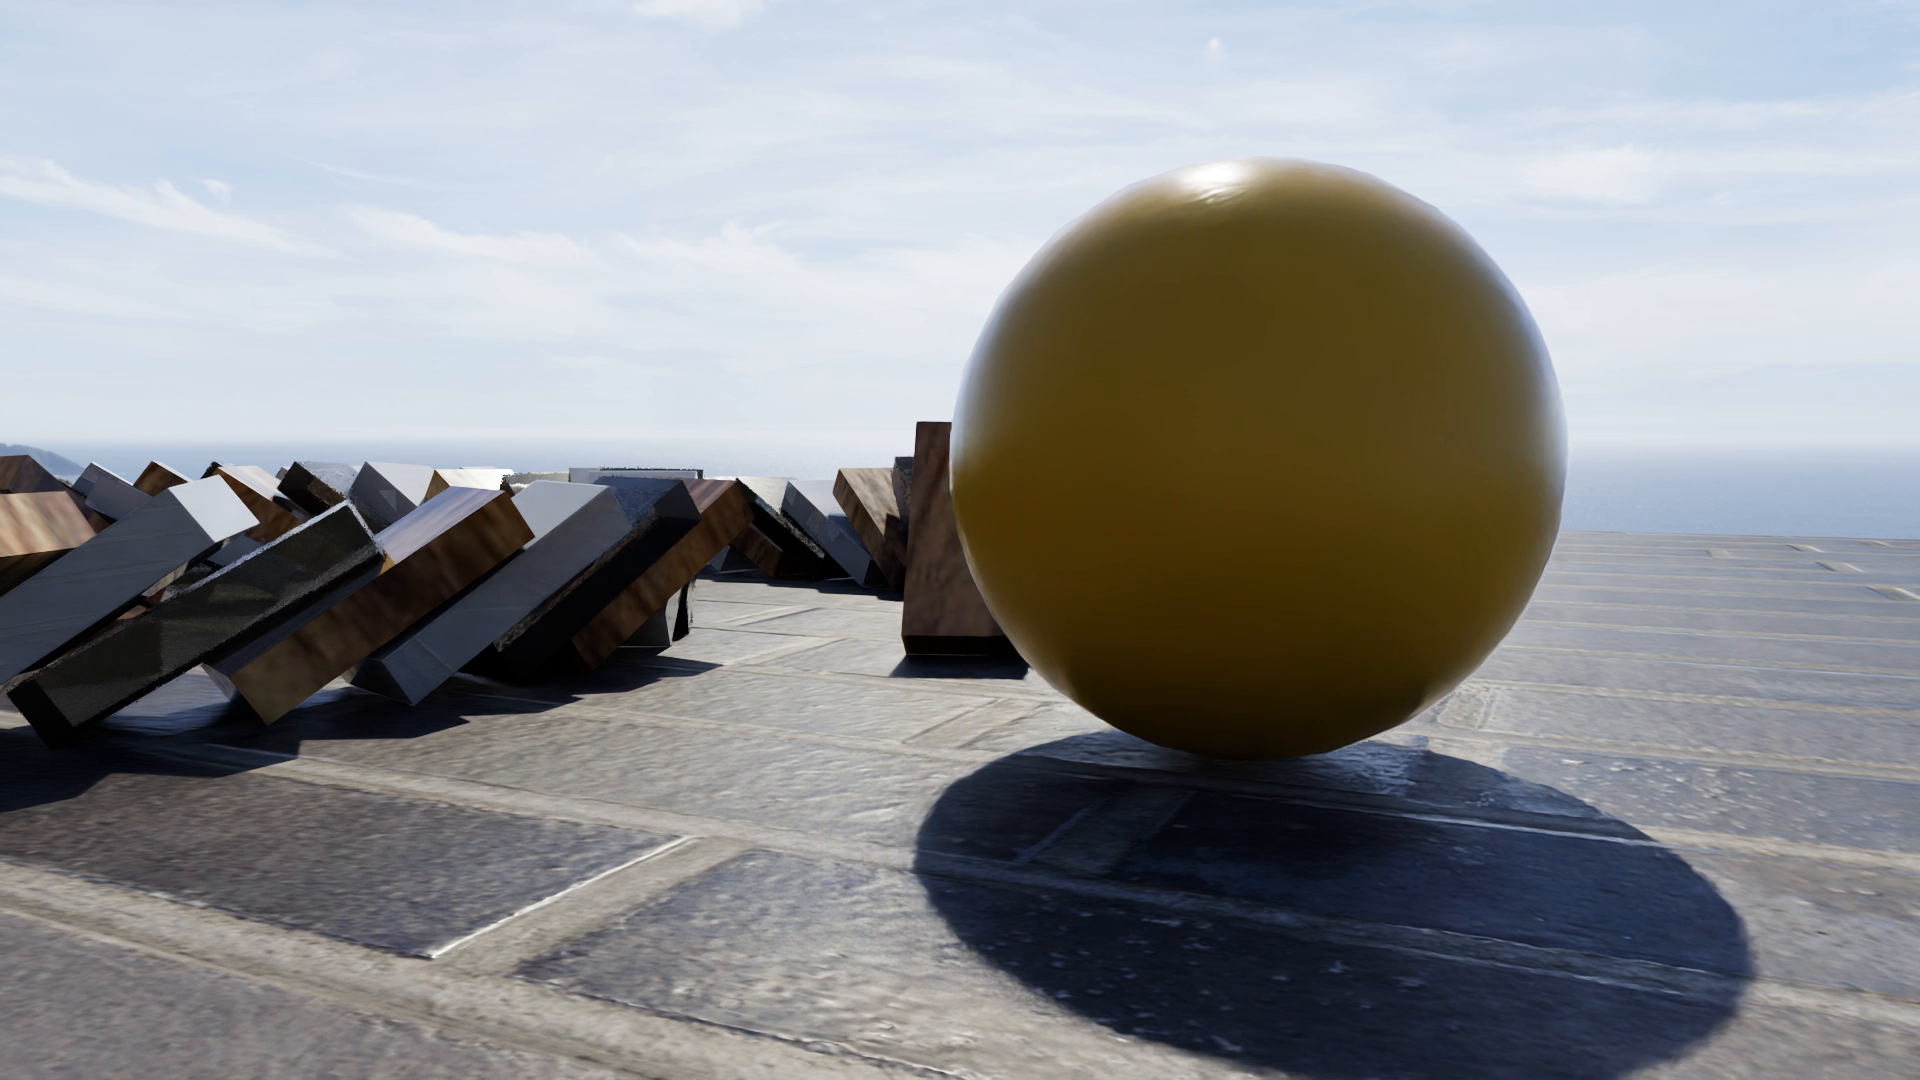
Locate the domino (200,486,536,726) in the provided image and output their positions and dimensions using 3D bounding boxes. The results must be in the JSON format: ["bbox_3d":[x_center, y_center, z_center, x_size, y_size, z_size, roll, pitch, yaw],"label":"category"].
[{"bbox_3d":[-0.099,0.009,0.214,0.025,0.009,0.050,6,39,48],"label":"domino"}]

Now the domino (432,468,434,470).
[{"bbox_3d":[-0.172,-0.009,0.452,0.050,0.010,0.025,32,2,-5],"label":"domino"}]

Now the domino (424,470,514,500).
[{"bbox_3d":[-0.126,-0.002,0.362,0.050,0.010,0.025,39,23,26],"label":"domino"}]

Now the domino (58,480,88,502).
[{"bbox_3d":[-0.271,-0.006,0.402,0.025,0.010,0.050,5,-29,49],"label":"domino"}]

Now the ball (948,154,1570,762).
[{"bbox_3d":[0.038,-0.011,0.174,0.080,0.080,0.080,0,4,0],"label":"ball"}]

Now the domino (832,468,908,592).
[{"bbox_3d":[-0.017,-0.004,0.388,0.025,0.010,0.050,-3,38,-31],"label":"domino"}]

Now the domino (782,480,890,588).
[{"bbox_3d":[-0.032,-0.003,0.403,0.025,0.009,0.050,-4,32,-40],"label":"domino"}]

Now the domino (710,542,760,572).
[{"bbox_3d":[-0.089,-0.007,0.442,0.050,0.009,0.025,35,20,27],"label":"domino"}]

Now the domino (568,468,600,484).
[{"bbox_3d":[-0.088,-0.001,0.339,0.025,0.009,0.050,-1,38,-22],"label":"domino"}]

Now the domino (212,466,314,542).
[{"bbox_3d":[-0.184,-0.003,0.361,0.050,0.010,0.025,34,0,-8],"label":"domino"}]

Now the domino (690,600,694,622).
[{"bbox_3d":[-0.079,0.001,0.321,0.025,0.009,0.050,-1,38,-10],"label":"domino"}]

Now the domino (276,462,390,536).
[{"bbox_3d":[-0.166,-0.004,0.368,0.050,0.010,0.025,36,5,3],"label":"domino"}]

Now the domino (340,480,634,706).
[{"bbox_3d":[-0.086,0.008,0.229,0.025,0.010,0.050,6,39,41],"label":"domino"}]

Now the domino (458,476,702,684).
[{"bbox_3d":[-0.076,0.006,0.245,0.025,0.009,0.050,4,39,37],"label":"domino"}]

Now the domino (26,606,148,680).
[{"bbox_3d":[-0.179,0.019,0.257,0.025,0.009,0.050,-4,6,-44],"label":"domino"}]

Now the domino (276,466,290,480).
[{"bbox_3d":[-0.209,-0.008,0.442,0.050,0.010,0.025,33,-4,-14],"label":"domino"}]

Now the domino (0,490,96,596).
[{"bbox_3d":[-0.151,0.011,0.179,0.050,0.009,0.025,-33,3,3],"label":"domino"}]

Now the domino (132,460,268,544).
[{"bbox_3d":[-0.245,-0.008,0.425,0.050,0.009,0.025,36,-13,-23],"label":"domino"}]

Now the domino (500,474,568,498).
[{"bbox_3d":[-0.106,-0.001,0.353,0.025,0.010,0.050,-4,37,-40],"label":"domino"}]

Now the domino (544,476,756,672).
[{"bbox_3d":[-0.067,0.005,0.260,0.025,0.009,0.050,4,39,37],"label":"domino"}]

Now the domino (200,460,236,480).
[{"bbox_3d":[-0.229,-0.009,0.435,0.050,0.009,0.025,35,-8,-16],"label":"domino"}]

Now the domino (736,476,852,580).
[{"bbox_3d":[-0.051,-0.005,0.419,0.025,0.009,0.050,-3,32,-47],"label":"domino"}]

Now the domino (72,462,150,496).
[{"bbox_3d":[-0.258,-0.007,0.415,0.050,0.009,0.025,38,-17,-28],"label":"domino"}]

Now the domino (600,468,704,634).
[{"bbox_3d":[-0.075,0.002,0.304,0.025,0.009,0.050,0,39,-6],"label":"domino"}]

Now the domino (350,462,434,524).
[{"bbox_3d":[-0.147,-0.004,0.369,0.050,0.010,0.025,37,11,15],"label":"domino"}]

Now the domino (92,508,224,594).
[{"bbox_3d":[-0.219,0.000,0.330,0.025,0.010,0.050,-1,-28,47],"label":"domino"}]

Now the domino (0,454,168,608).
[{"bbox_3d":[-0.216,0.000,0.304,0.025,0.010,0.050,-2,-35,8],"label":"domino"}]

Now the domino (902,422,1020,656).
[{"bbox_3d":[0.002,-0.001,0.266,0.025,0.050,0.009,0,-28,5],"label":"domino"}]

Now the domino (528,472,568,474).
[{"bbox_3d":[-0.128,-0.008,0.455,0.050,0.009,0.025,31,14,15],"label":"domino"}]

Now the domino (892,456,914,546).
[{"bbox_3d":[-0.003,-0.005,0.372,0.025,0.010,0.050,-1,43,-14],"label":"domino"}]

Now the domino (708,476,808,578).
[{"bbox_3d":[-0.068,-0.005,0.430,0.050,0.010,0.025,35,24,31],"label":"domino"}]

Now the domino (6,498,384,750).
[{"bbox_3d":[-0.115,0.011,0.197,0.050,0.009,0.025,-34,17,-19],"label":"domino"}]

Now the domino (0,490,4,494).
[{"bbox_3d":[-0.220,0.000,0.287,0.025,0.009,0.050,-6,-36,7],"label":"domino"}]

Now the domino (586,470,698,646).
[{"bbox_3d":[-0.074,0.003,0.286,0.025,0.009,0.050,0,39,-2],"label":"domino"}]

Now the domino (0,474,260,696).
[{"bbox_3d":[-0.130,0.010,0.186,0.050,0.009,0.025,-36,15,-9],"label":"domino"}]

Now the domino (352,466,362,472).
[{"bbox_3d":[-0.191,-0.009,0.449,0.050,0.009,0.025,32,0,-8],"label":"domino"}]

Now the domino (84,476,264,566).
[{"bbox_3d":[-0.206,-0.001,0.346,0.050,0.009,0.025,29,-16,-24],"label":"domino"}]

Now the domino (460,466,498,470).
[{"bbox_3d":[-0.153,-0.009,0.455,0.050,0.009,0.025,32,6,3],"label":"domino"}]
